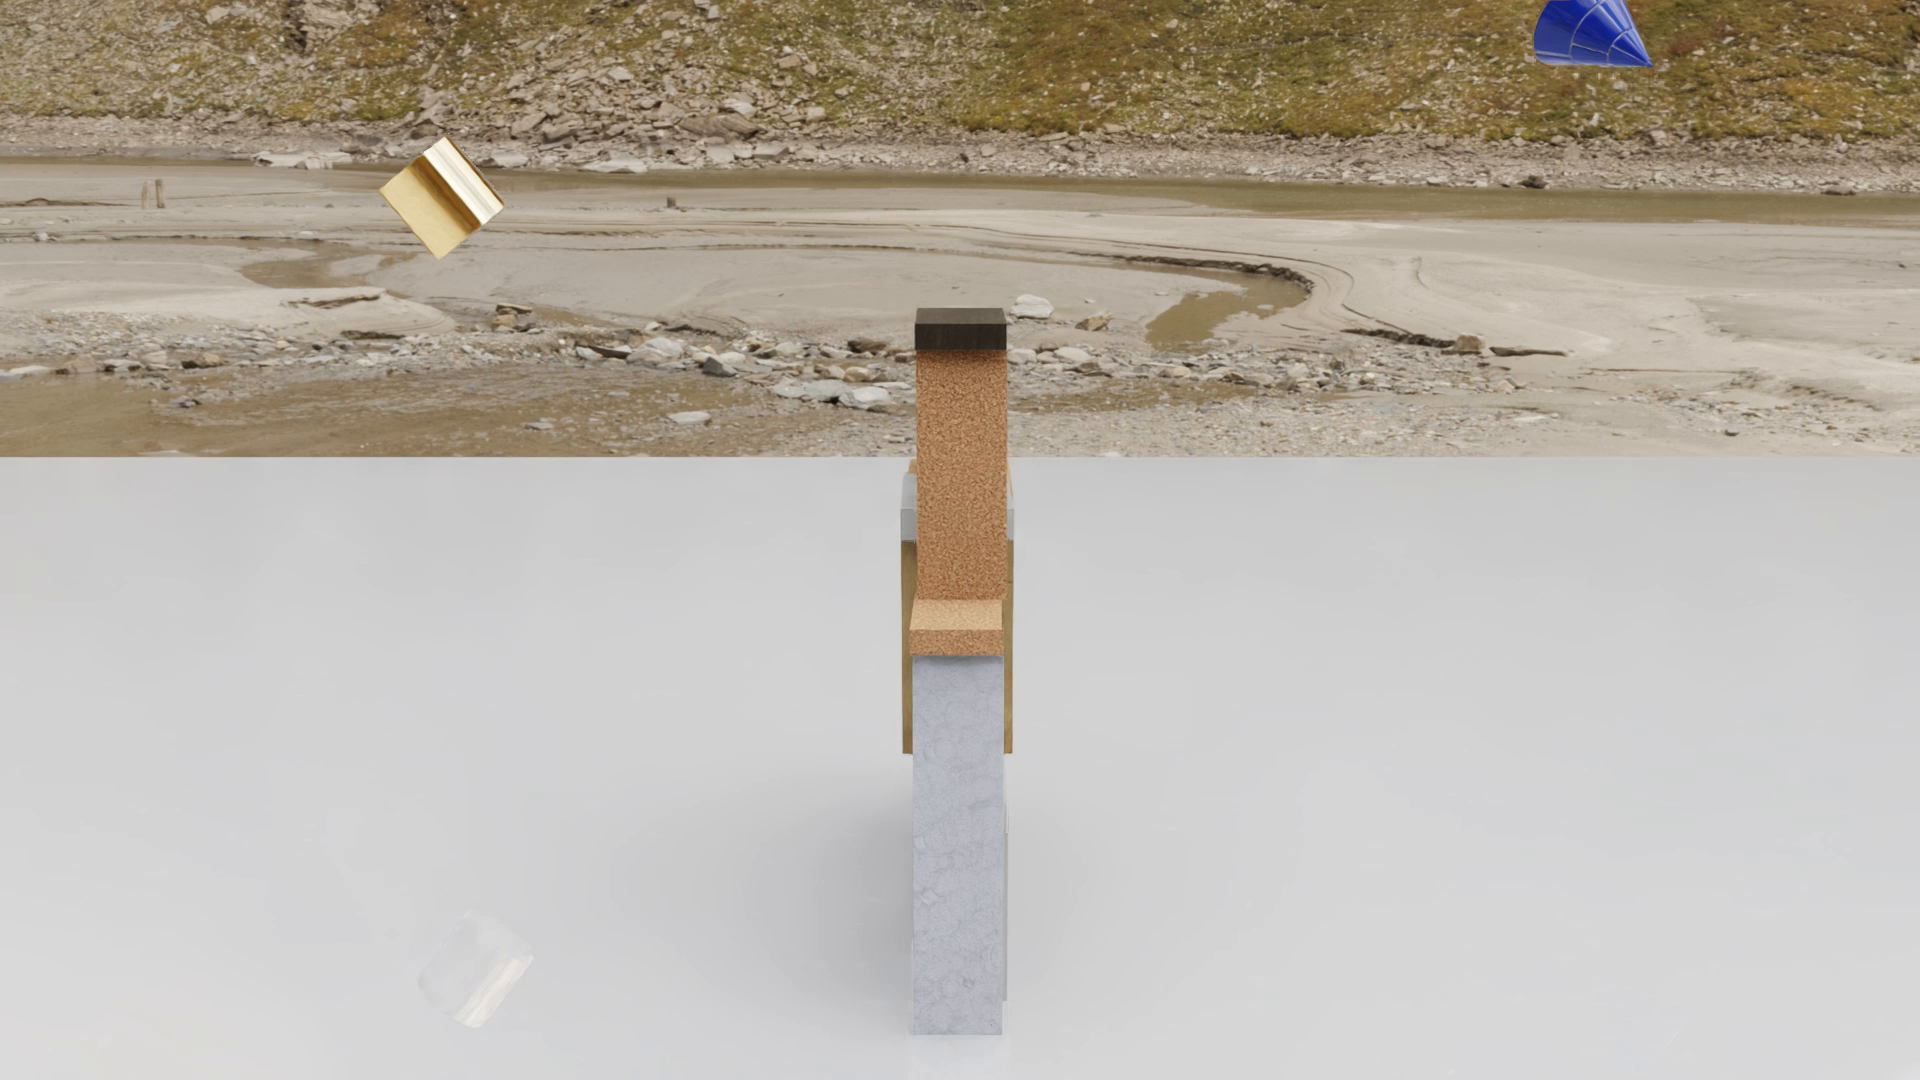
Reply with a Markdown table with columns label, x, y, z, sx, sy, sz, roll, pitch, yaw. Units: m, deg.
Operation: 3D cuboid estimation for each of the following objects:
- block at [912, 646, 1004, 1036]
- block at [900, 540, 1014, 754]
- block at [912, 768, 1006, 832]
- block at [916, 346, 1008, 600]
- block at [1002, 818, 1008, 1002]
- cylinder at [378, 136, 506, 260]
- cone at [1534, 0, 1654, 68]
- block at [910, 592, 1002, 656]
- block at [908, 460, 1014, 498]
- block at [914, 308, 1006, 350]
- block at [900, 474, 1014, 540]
| label | x | y | z | sx | sy | sz | roll | pitch | yaw |
| --- | --- | --- | --- | --- | --- | --- | --- | --- | --- |
| block | -0.003 | 0.421 | 3.060 | 0.125 | 0.554 | 0.035 | 0 | 11 | 0 |
| block | -0.004 | 0.158 | 3.384 | 0.171 | 0.341 | 0.048 | 0 | 10 | 0 |
| block | 0.001 | 0.373 | 3.269 | 0.134 | 0.038 | 0.267 | 0 | 10 | 0 |
| block | 0.003 | -0.095 | 3.136 | 0.128 | 0.360 | 0.036 | 0 | 10 | 1 |
| block | 0.002 | 0.539 | 3.210 | 0.134 | 0.267 | 0.038 | 0 | 11 | 0 |
| cylinder | -1.371 | -0.905 | 5.828 | 0.233 | 0.233 | 0.233 | -36 | 15 | 11 |
| cone | 1.580 | -1.205 | 5.315 | 0.266 | 0.266 | 0.266 | -8 | 42 | -37 |
| block | -0.004 | 0.115 | 3.089 | 0.125 | 0.035 | 0.249 | 0 | 11 | 1 |
| block | -0.001 | -0.089 | 3.812 | 0.178 | 0.050 | 0.355 | 0 | 11 | 0 |
| block | 0.000 | -0.307 | 3.184 | 0.128 | 0.036 | 0.256 | 0 | 11 | 0 |
| block | -0.006 | -0.054 | 3.460 | 0.171 | 0.048 | 0.341 | 0 | 10 | -1 |
